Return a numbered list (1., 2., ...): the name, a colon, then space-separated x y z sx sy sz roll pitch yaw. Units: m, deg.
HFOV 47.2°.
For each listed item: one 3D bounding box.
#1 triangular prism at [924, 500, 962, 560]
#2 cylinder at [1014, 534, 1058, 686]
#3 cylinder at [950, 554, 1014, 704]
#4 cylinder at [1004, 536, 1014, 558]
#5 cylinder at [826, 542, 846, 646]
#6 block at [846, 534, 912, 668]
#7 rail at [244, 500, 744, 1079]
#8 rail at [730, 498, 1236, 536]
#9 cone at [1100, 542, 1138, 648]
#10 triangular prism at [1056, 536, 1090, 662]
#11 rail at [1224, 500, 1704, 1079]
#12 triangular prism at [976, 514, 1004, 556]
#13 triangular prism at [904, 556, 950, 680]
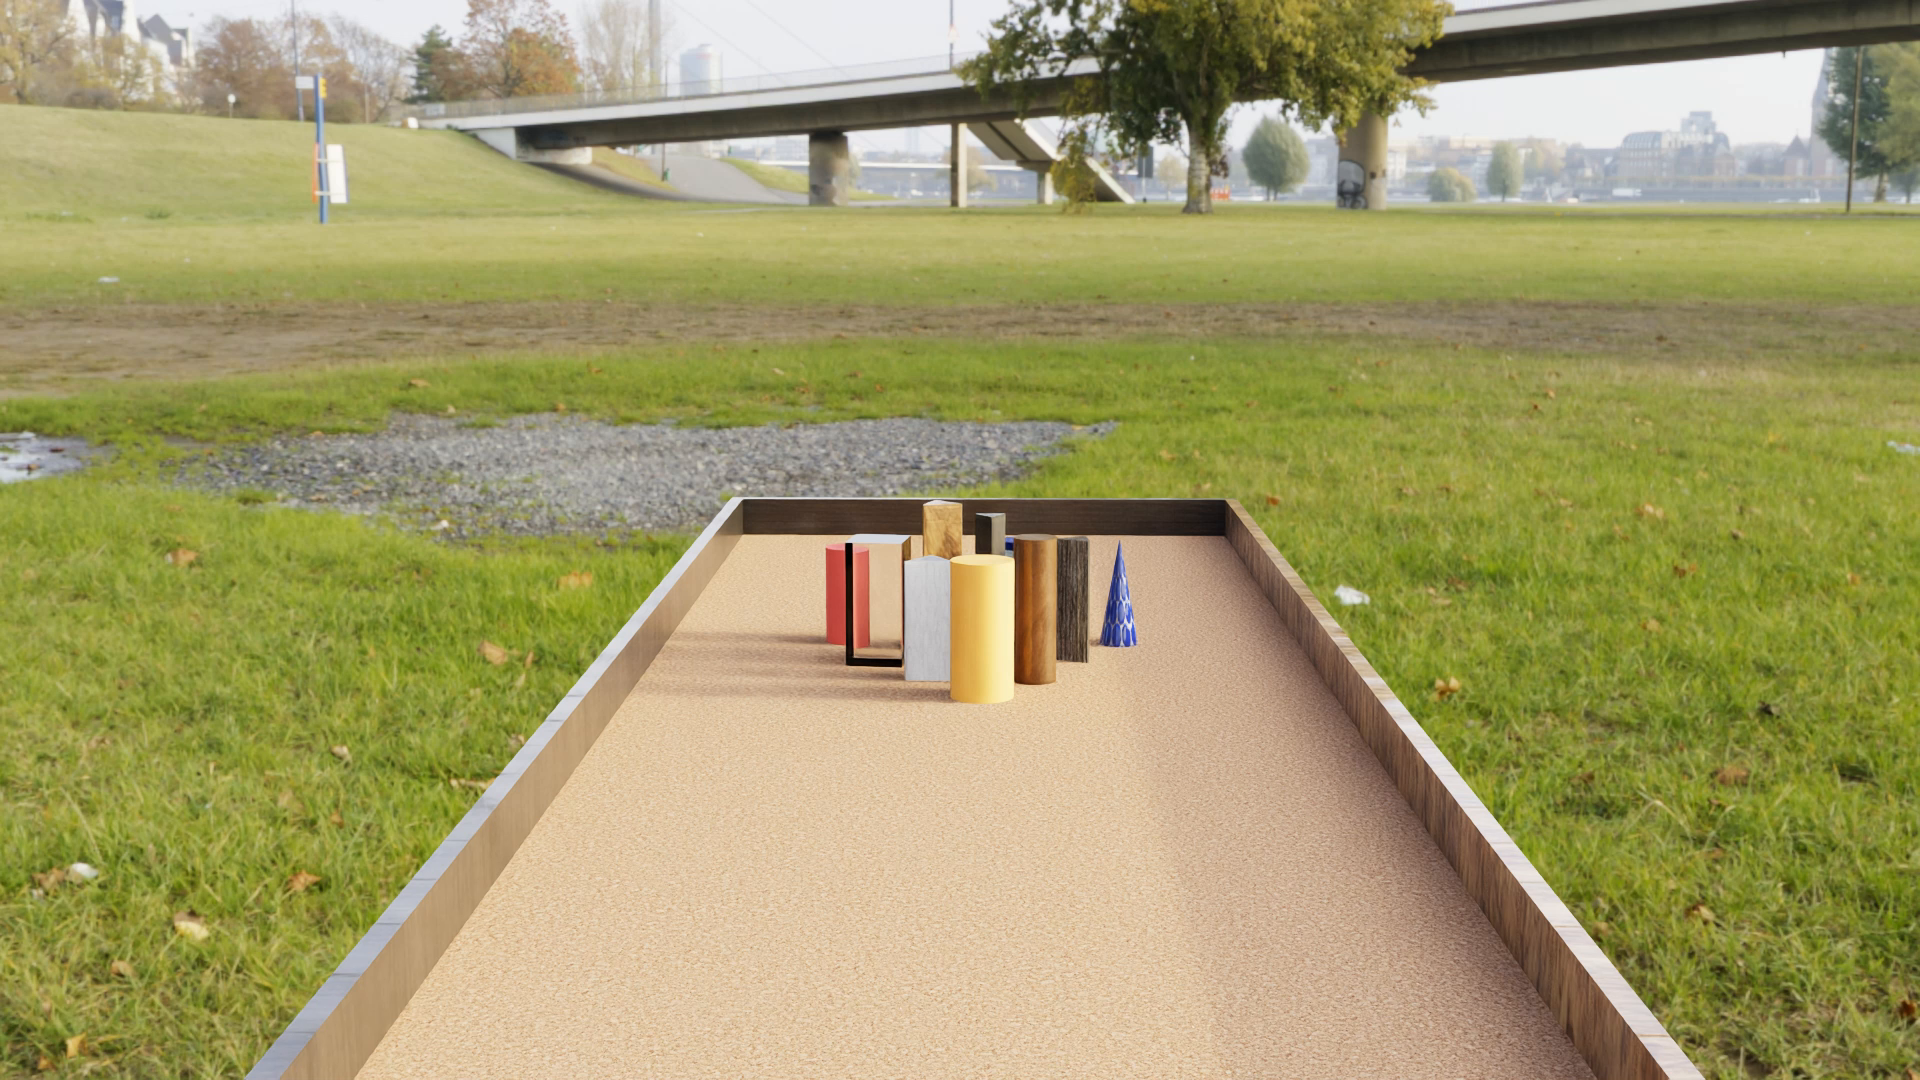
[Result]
1. triangular prism: -0.065 0.103 6.931 0.124 0.448 0.107 -2 9 -11
2. cylinder: 0.218 0.201 6.390 0.127 0.424 0.127 0 9 0
3. cylinder: 0.062 0.249 6.187 0.180 0.392 0.180 0 9 0
4. cylinder: 0.190 0.164 6.910 0.135 0.334 0.135 0 9 0
5. cylinder: -0.350 0.170 6.967 0.149 0.303 0.149 0 9 0
6. block: -0.246 0.182 6.661 0.170 0.376 0.170 1 9 9
7. rail: -1.004 0.839 3.234 0.050 0.150 12.000 0 9 1
8. rail: 0.099 -0.098 9.147 2.100 0.150 0.050 0 9 1
9. cone: 0.501 0.160 6.924 0.123 0.336 0.123 0 9 0
10. triangular prism: 0.360 0.178 6.696 0.110 0.373 0.095 4 10 26
11. rail: 1.046 0.843 3.208 0.050 0.150 12.000 0 9 1
12. triangular prism: 0.104 0.141 6.705 0.078 0.443 0.090 -6 11 -34
13. triangular prism: -0.086 0.227 6.451 0.143 0.352 0.123 0 9 3
